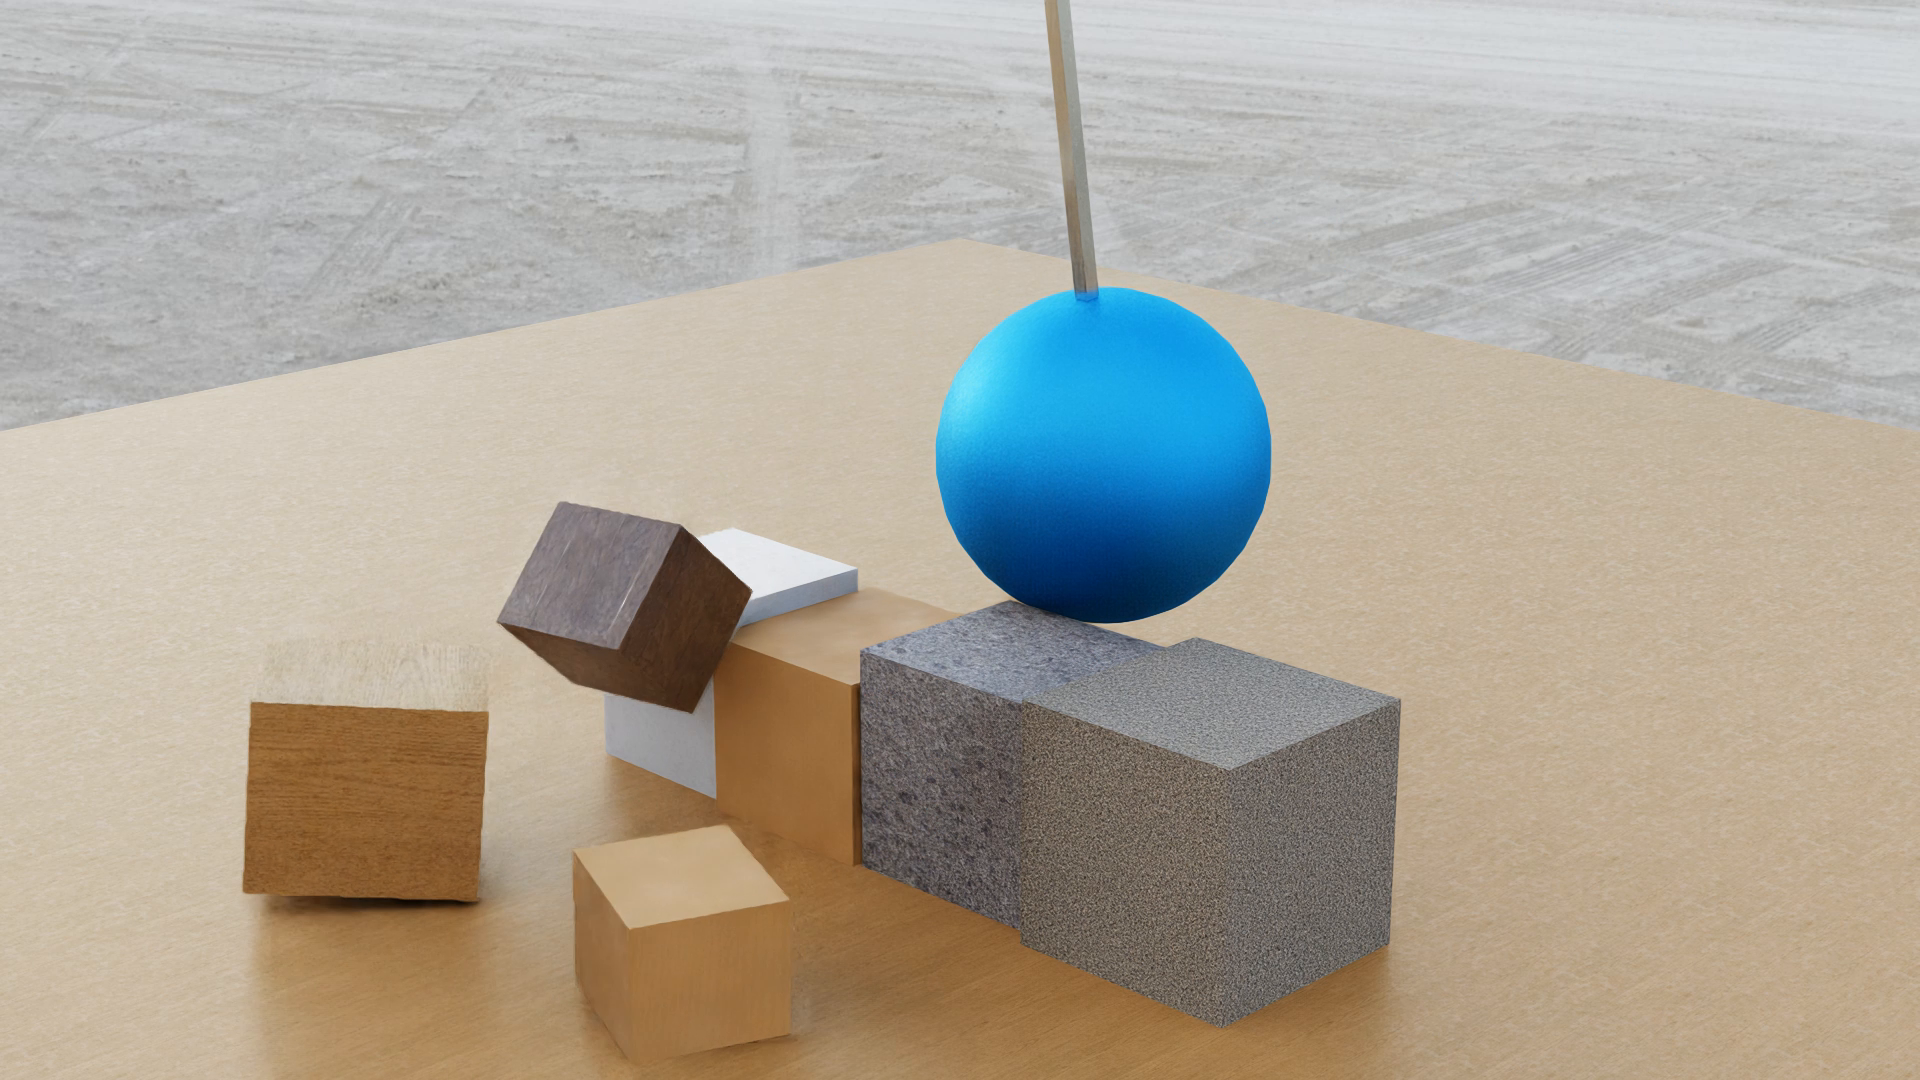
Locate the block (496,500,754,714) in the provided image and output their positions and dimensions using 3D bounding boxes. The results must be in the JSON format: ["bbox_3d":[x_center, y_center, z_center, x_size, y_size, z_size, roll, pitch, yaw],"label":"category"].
[{"bbox_3d":[-1.570,0.310,13.768,0.794,0.660,0.632,11,-23,37],"label":"block"}]

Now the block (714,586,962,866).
[{"bbox_3d":[-0.463,0.870,14.088,1.053,0.893,0.968,-17,24,-42],"label":"block"}]

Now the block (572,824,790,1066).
[{"bbox_3d":[-1.148,1.646,12.033,0.673,0.608,0.759,-8,22,-23],"label":"block"}]

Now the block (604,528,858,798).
[{"bbox_3d":[-1.153,0.611,14.723,0.878,1.006,0.951,-17,24,-42],"label":"block"}]

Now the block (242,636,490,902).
[{"bbox_3d":[-2.690,1.029,13.359,1.020,0.888,0.975,3,15,-10],"label":"block"}]

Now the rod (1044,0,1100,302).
[{"bbox_3d":[0.295,-3.487,12.555,0.080,5.200,0.080,17,33,42],"label":"rod"}]

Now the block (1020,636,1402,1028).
[{"bbox_3d":[1.066,1.216,12.584,1.137,1.134,1.136,17,24,42],"label":"block"}]

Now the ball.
[{"bbox_3d":[0.680,-0.401,13.929,1.600,1.600,1.600,0,17,0],"label":"ball"}]

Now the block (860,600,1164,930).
[{"bbox_3d":[0.283,1.010,13.361,1.090,1.062,0.987,16,24,42],"label":"block"}]
